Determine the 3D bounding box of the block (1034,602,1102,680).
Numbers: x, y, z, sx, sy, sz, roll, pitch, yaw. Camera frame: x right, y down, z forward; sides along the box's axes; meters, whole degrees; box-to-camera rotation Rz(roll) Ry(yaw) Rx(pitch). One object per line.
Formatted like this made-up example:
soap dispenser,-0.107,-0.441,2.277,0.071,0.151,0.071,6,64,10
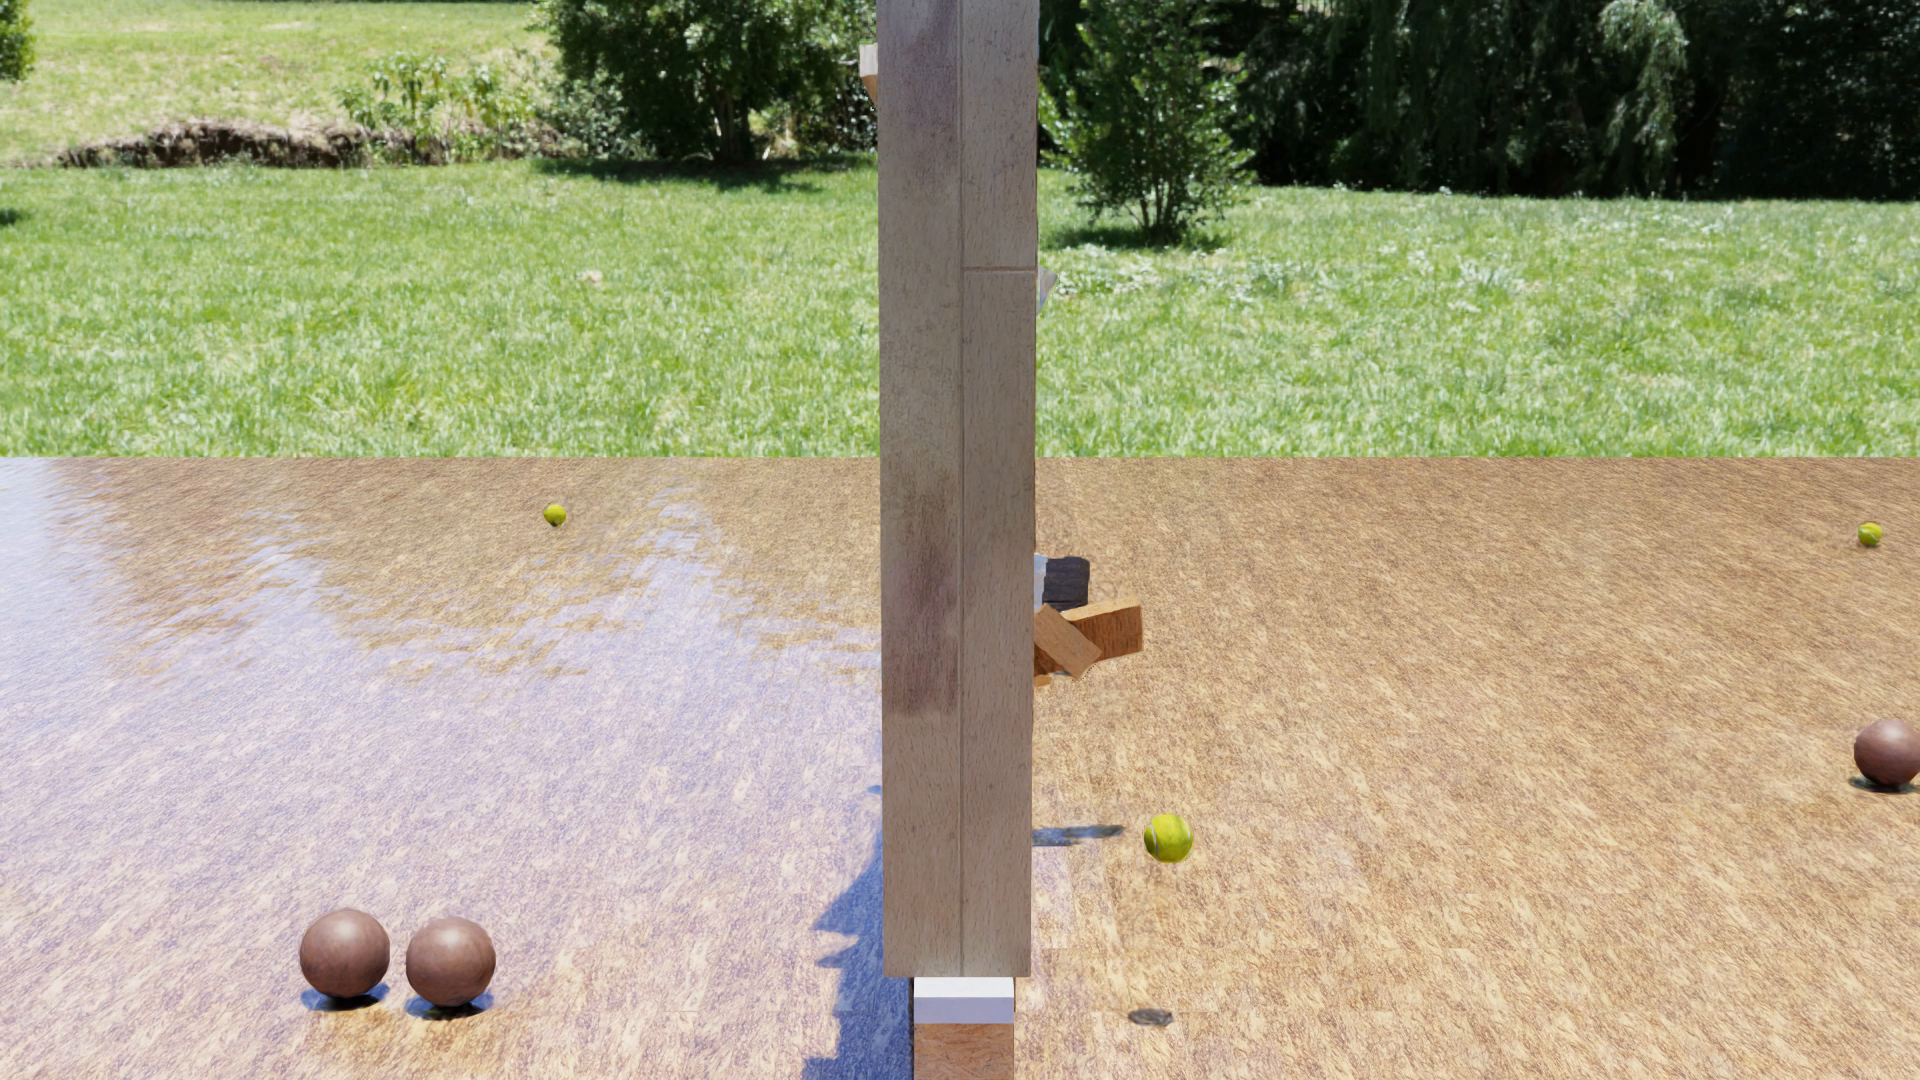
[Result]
block,0.177,0.176,3.842,0.132,0.066,0.019,42,-1,-11

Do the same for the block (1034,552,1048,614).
block,0.108,0.108,4.579,0.050,0.176,0.495,8,1,-7

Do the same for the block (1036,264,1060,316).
block,0.039,-0.391,4.112,0.160,0.320,0.045,35,9,36

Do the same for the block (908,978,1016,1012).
block,0.003,0.526,3.169,0.154,0.309,0.044,0,11,0

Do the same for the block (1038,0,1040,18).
block,0.007,-0.798,2.608,0.175,0.349,0.049,-1,10,-3

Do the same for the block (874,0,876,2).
block,-0.027,-0.692,3.100,0.118,0.236,0.033,-13,41,14

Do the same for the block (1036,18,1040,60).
block,0.007,-0.631,2.794,0.166,0.047,0.333,0,11,-2

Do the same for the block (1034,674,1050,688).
block,0.091,0.322,5.028,0.219,0.031,0.109,-9,14,-41

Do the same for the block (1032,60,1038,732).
block,0.011,-0.172,2.774,0.167,0.848,0.047,0,11,-2

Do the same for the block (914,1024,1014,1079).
block,0.005,0.668,2.615,0.116,0.232,0.033,1,11,3

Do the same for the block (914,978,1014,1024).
block,0.004,0.524,2.663,0.116,0.033,0.232,0,11,0

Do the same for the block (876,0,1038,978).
block,-0.003,-0.207,2.490,0.175,1.467,0.049,0,11,0

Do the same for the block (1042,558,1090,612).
block,0.133,0.137,5.227,0.353,0.176,0.050,-2,-14,28

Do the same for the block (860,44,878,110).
block,-0.020,-0.653,3.360,0.180,0.051,0.360,-3,-17,12

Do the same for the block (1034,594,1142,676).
block,0.214,0.171,3.899,0.216,0.108,0.031,-13,38,-7
